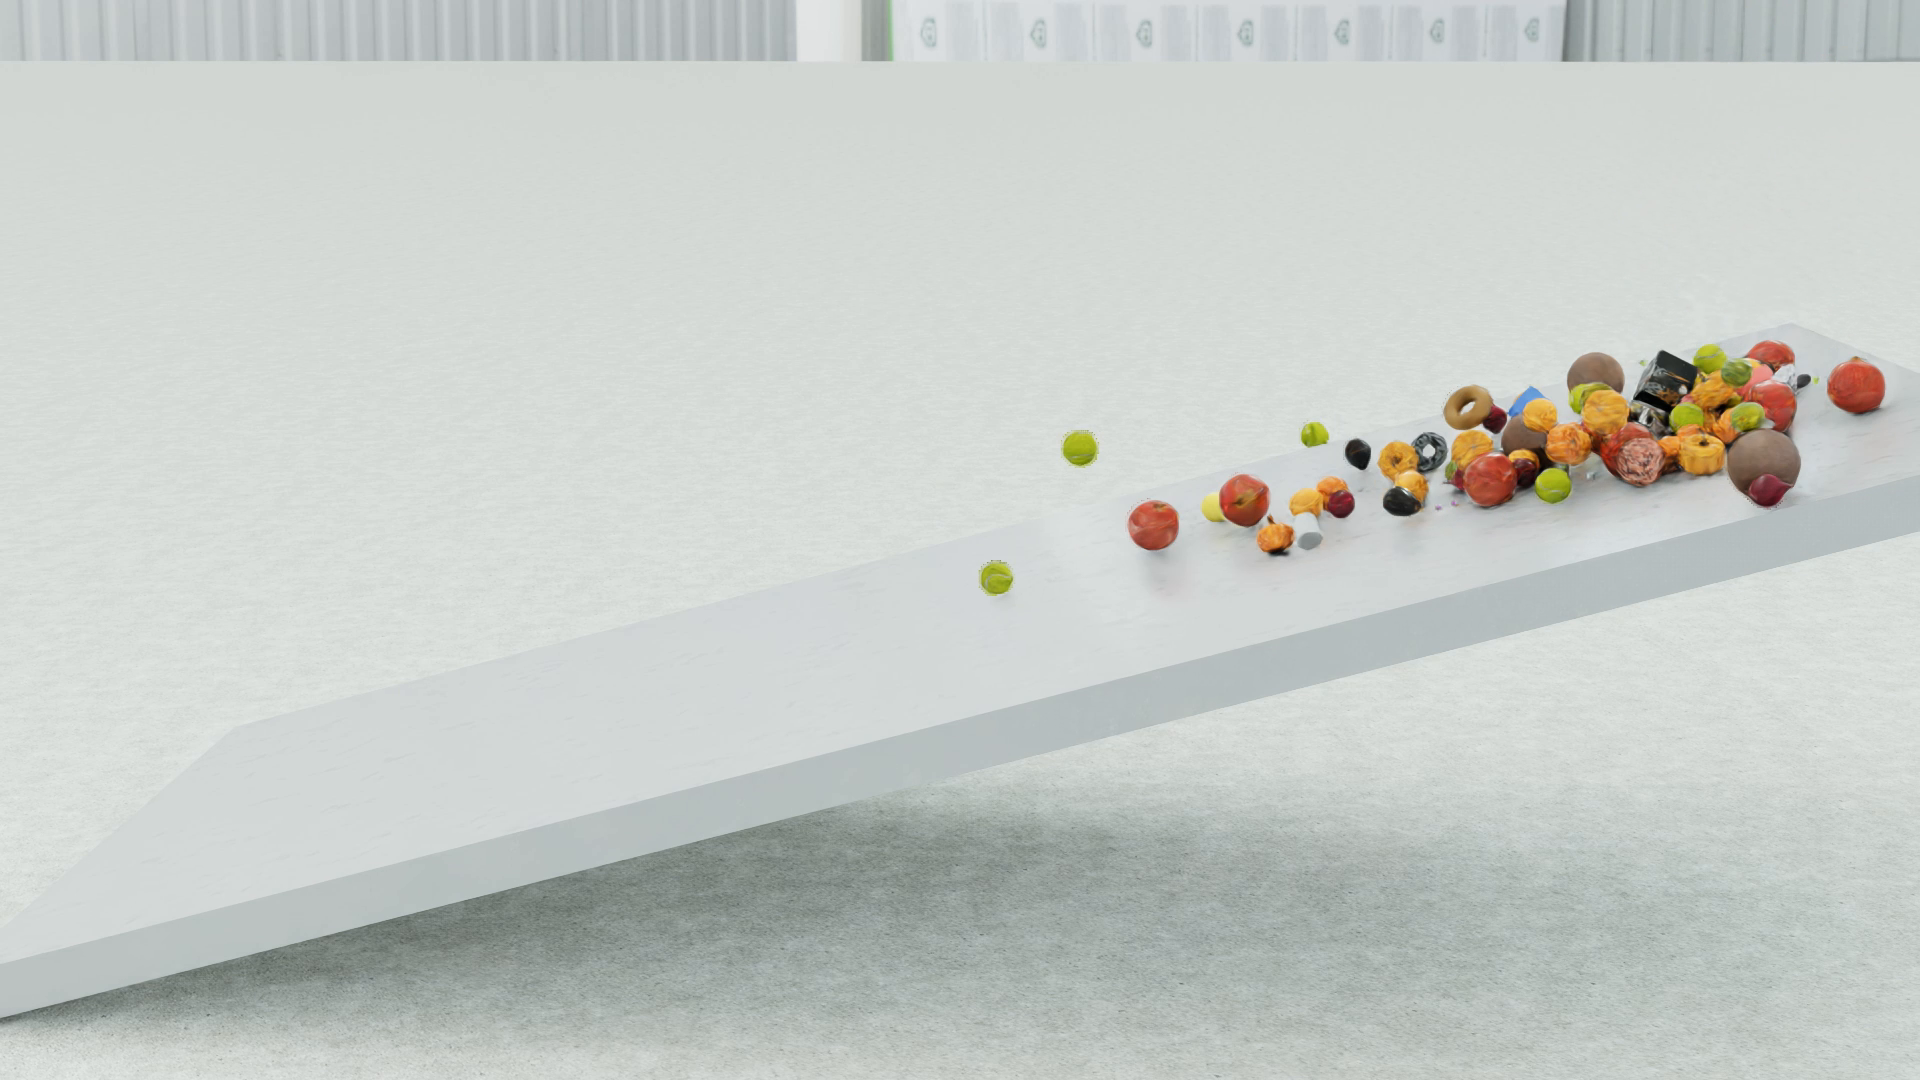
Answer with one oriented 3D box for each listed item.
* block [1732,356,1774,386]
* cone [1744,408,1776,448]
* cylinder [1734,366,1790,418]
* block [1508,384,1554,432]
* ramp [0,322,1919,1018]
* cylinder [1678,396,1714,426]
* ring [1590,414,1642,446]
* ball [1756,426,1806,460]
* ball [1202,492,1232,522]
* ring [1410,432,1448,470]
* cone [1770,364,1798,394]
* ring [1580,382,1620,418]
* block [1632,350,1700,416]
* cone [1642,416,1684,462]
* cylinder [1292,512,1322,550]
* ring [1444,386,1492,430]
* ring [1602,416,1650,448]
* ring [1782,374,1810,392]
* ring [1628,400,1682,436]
[{"bbox_3d":[1.674,-0.340,6.200,0.064,0.064,0.064,23,-7,29],"label":"block"},{"bbox_3d":[1.560,-0.211,5.794,0.072,0.072,0.072,27,4,-2],"label":"cone"},{"bbox_3d":[1.638,-0.300,6.012,0.082,0.082,0.082,-21,-23,-9],"label":"cylinder"},{"bbox_3d":[1.213,-0.279,6.253,0.064,0.064,0.064,42,-6,10],"label":"block"},{"bbox_3d":[0.079,0.191,6.331,4.000,0.100,2.000,-15,9,4],"label":"ramp"},{"bbox_3d":[1.558,-0.274,6.226,0.053,0.053,0.053,-21,20,-33],"label":"cylinder"},{"bbox_3d":[1.329,-0.224,5.963,0.113,0.038,0.113,22,0,0],"label":"ring"},{"bbox_3d":[1.590,-0.173,5.700,0.095,0.095,0.095,0,10,0],"label":"ball"},{"bbox_3d":[0.574,-0.073,6.584,0.067,0.067,0.067,0,10,0],"label":"ball"},{"bbox_3d":[1.038,-0.197,6.514,0.086,0.086,0.029,0,14,-1],"label":"ring"},{"bbox_3d":[1.686,-0.316,5.972,0.057,0.057,0.057,-38,21,17],"label":"cone"},{"bbox_3d":[1.359,-0.291,6.244,0.093,0.093,0.031,-4,-18,-23],"label":"ring"},{"bbox_3d":[1.485,-0.325,6.192,0.091,0.091,0.091,27,56,1],"label":"block"},{"bbox_3d":[1.420,-0.213,5.979,0.087,0.087,0.087,-15,9,2],"label":"cone"},{"bbox_3d":[0.707,-0.018,5.999,0.053,0.053,0.053,-2,47,-12],"label":"cylinder"},{"bbox_3d":[1.145,-0.298,6.631,0.117,0.117,0.039,11,-25,47],"label":"ring"},{"bbox_3d":[1.421,-0.234,6.227,0.132,0.044,0.132,-21,11,4],"label":"ring"},{"bbox_3d":[1.773,-0.332,6.258,0.075,0.025,0.075,-20,-5,-2],"label":"ring"},{"bbox_3d":[1.435,-0.250,6.075,0.123,0.041,0.123,26,5,-3],"label":"ring"}]
